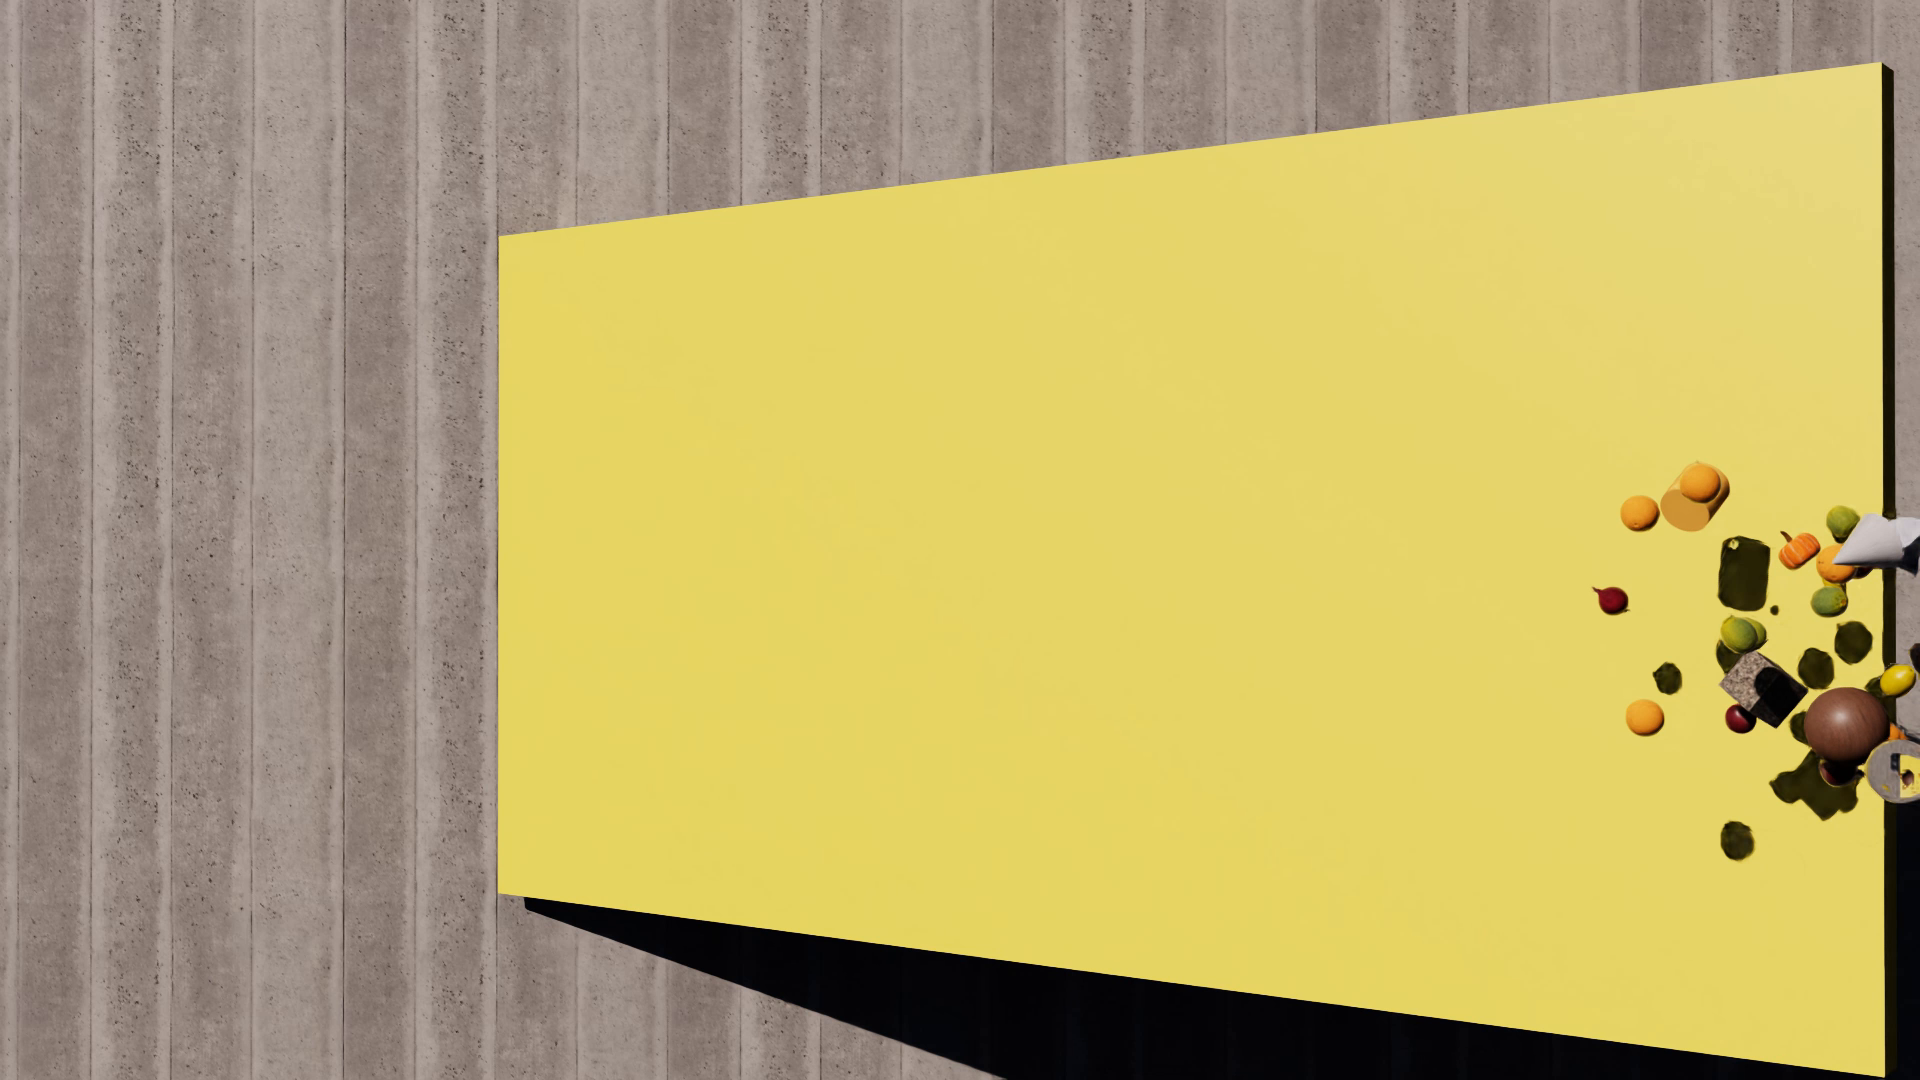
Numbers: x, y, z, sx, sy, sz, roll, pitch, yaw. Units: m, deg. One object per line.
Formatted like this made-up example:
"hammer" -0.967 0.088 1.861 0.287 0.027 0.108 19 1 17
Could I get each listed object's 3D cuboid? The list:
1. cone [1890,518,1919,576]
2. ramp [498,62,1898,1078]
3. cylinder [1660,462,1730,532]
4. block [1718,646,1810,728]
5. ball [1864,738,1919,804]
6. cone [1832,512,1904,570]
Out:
"cone" 1.584 0.027 3.682 0.094 0.094 0.094 -36 110 0
"ramp" 0.236 0.066 5.557 4.000 0.100 2.000 0 89 36
"cylinder" 1.437 -0.084 4.297 0.099 0.099 0.099 47 56 0
"block" 1.513 0.279 4.142 0.094 0.094 0.094 28 106 -32
"ball" 1.327 0.327 3.106 0.091 0.091 0.091 0 90 0
"cone" 1.401 0.020 3.439 0.097 0.097 0.097 -22 90 -13
